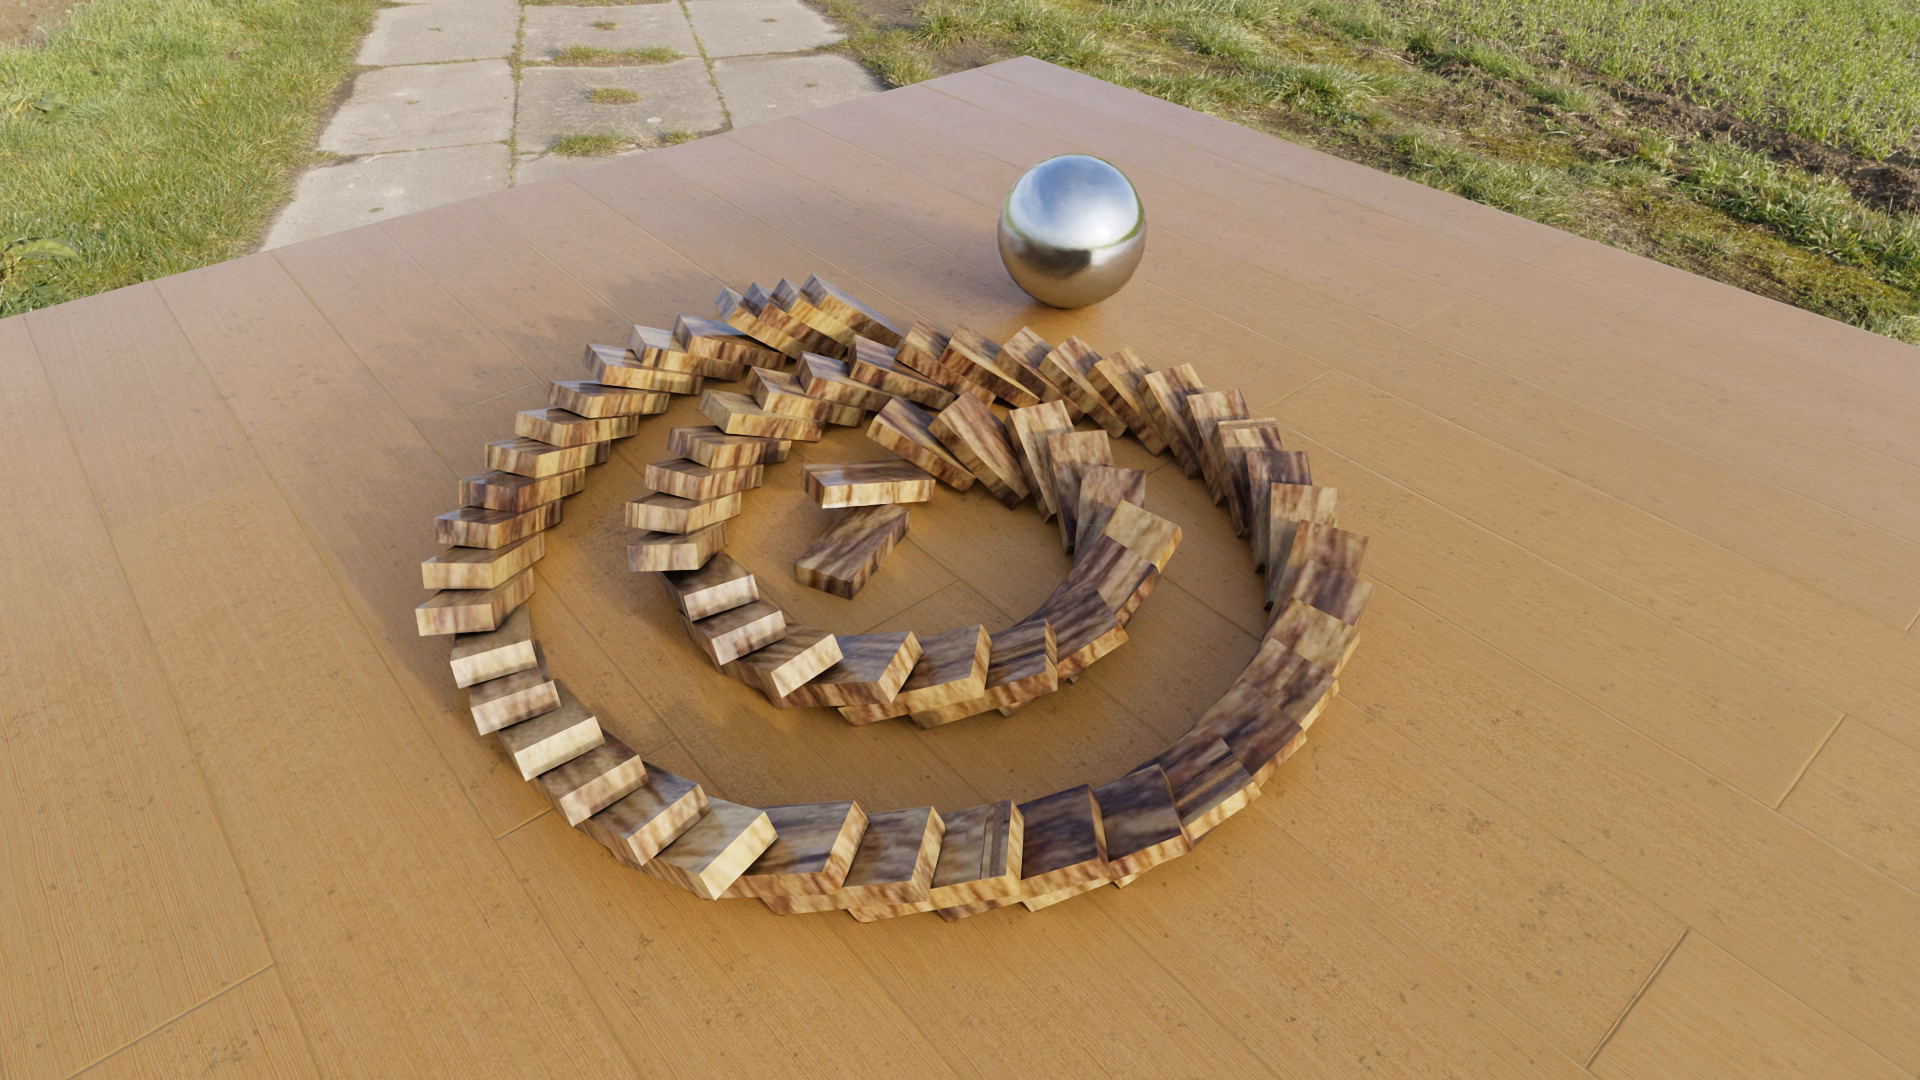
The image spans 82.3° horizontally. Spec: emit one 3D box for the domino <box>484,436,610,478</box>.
[{"bbox_3d":[-0.176,-0.038,0.473,0.025,0.010,0.050,13,16,15],"label":"domino"}]

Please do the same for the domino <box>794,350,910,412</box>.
[{"bbox_3d":[-0.050,-0.073,0.516,0.050,0.009,0.025,10,32,-30],"label":"domino"}]

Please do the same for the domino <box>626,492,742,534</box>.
[{"bbox_3d":[-0.110,-0.013,0.441,0.025,0.010,0.050,8,12,11],"label":"domino"}]

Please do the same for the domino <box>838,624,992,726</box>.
[{"bbox_3d":[-0.015,0.046,0.371,0.050,0.010,0.025,-16,34,23],"label":"domino"}]

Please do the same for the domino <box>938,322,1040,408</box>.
[{"bbox_3d":[0.016,-0.082,0.526,0.050,0.009,0.025,29,40,-7],"label":"domino"}]

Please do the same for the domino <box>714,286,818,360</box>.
[{"bbox_3d":[-0.097,-0.107,0.550,0.050,0.009,0.025,23,21,-41],"label":"domino"}]

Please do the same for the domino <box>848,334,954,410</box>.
[{"bbox_3d":[-0.028,-0.079,0.524,0.050,0.009,0.025,17,35,-21],"label":"domino"}]

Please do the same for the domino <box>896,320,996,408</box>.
[{"bbox_3d":[-0.004,-0.084,0.529,0.050,0.009,0.025,29,40,-7],"label":"domino"}]

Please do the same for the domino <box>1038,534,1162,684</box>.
[{"bbox_3d":[0.046,0.024,0.396,0.025,0.009,0.050,35,79,35],"label":"domino"}]

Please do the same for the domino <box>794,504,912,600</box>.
[{"bbox_3d":[-0.042,0.002,0.441,0.025,0.009,0.050,17,42,19],"label":"domino"}]

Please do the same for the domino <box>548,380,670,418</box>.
[{"bbox_3d":[-0.161,-0.066,0.507,0.025,0.010,0.050,21,17,23],"label":"domino"}]

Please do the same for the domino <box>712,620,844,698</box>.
[{"bbox_3d":[-0.064,0.039,0.378,0.025,0.010,0.050,-32,21,-30],"label":"domino"}]

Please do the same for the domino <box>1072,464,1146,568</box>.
[{"bbox_3d":[0.058,-0.004,0.432,0.025,0.009,0.050,6,66,7],"label":"domino"}]

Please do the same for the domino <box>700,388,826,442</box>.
[{"bbox_3d":[-0.089,-0.056,0.494,0.050,0.010,0.025,1,29,-45],"label":"domino"}]

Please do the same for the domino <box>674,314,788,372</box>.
[{"bbox_3d":[-0.114,-0.098,0.547,0.050,0.009,0.025,6,31,-36],"label":"domino"}]

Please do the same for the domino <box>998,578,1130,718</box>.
[{"bbox_3d":[0.030,0.037,0.381,0.050,0.009,0.025,-33,43,4],"label":"domino"}]

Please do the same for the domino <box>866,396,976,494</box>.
[{"bbox_3d":[-0.013,-0.042,0.478,0.050,0.009,0.025,30,38,1],"label":"domino"}]

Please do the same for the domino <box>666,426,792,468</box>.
[{"bbox_3d":[-0.099,-0.041,0.477,0.025,0.009,0.050,23,18,25],"label":"domino"}]

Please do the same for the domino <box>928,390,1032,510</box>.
[{"bbox_3d":[0.013,-0.039,0.471,0.050,0.010,0.025,44,49,1],"label":"domino"}]

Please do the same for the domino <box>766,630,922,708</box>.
[{"bbox_3d":[-0.040,0.044,0.373,0.050,0.009,0.025,-8,32,33],"label":"domino"}]

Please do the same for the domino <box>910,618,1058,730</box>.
[{"bbox_3d":[0.008,0.045,0.371,0.050,0.010,0.025,-19,36,19],"label":"domino"}]

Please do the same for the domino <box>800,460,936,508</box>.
[{"bbox_3d":[-0.039,-0.024,0.460,0.050,0.009,0.025,-5,26,-29],"label":"domino"}]

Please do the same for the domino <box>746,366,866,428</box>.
[{"bbox_3d":[-0.071,-0.066,0.507,0.050,0.010,0.025,6,31,-36],"label":"domino"}]

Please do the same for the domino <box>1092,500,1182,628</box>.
[{"bbox_3d":[0.059,0.012,0.410,0.025,0.010,0.050,28,76,28],"label":"domino"}]

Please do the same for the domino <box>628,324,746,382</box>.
[{"bbox_3d":[-0.134,-0.091,0.538,0.050,0.010,0.025,5,31,-37],"label":"domino"}]

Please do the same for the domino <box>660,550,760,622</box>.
[{"bbox_3d":[-0.093,0.016,0.407,0.025,0.010,0.050,-18,16,-21],"label":"domino"}]

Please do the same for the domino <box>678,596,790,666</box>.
[{"bbox_3d":[-0.081,0.029,0.390,0.025,0.009,0.050,-23,18,-22],"label":"domino"}]

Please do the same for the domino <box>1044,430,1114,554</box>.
[{"bbox_3d":[0.052,-0.020,0.450,0.025,0.010,0.050,-6,67,-7],"label":"domino"}]

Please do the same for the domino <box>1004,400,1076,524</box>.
[{"bbox_3d":[0.040,-0.034,0.466,0.025,0.010,0.050,-14,70,-18],"label":"domino"}]

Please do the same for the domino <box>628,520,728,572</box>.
[{"bbox_3d":[-0.107,0.002,0.422,0.025,0.010,0.050,-2,10,1],"label":"domino"}]

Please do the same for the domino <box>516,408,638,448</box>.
[{"bbox_3d":[-0.170,-0.052,0.490,0.025,0.010,0.050,16,17,19],"label":"domino"}]

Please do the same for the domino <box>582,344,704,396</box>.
[{"bbox_3d":[-0.151,-0.081,0.526,0.050,0.009,0.025,1,30,-43],"label":"domino"}]

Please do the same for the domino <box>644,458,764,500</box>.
[{"bbox_3d":[-0.106,-0.027,0.459,0.025,0.009,0.050,14,14,17],"label":"domino"}]
